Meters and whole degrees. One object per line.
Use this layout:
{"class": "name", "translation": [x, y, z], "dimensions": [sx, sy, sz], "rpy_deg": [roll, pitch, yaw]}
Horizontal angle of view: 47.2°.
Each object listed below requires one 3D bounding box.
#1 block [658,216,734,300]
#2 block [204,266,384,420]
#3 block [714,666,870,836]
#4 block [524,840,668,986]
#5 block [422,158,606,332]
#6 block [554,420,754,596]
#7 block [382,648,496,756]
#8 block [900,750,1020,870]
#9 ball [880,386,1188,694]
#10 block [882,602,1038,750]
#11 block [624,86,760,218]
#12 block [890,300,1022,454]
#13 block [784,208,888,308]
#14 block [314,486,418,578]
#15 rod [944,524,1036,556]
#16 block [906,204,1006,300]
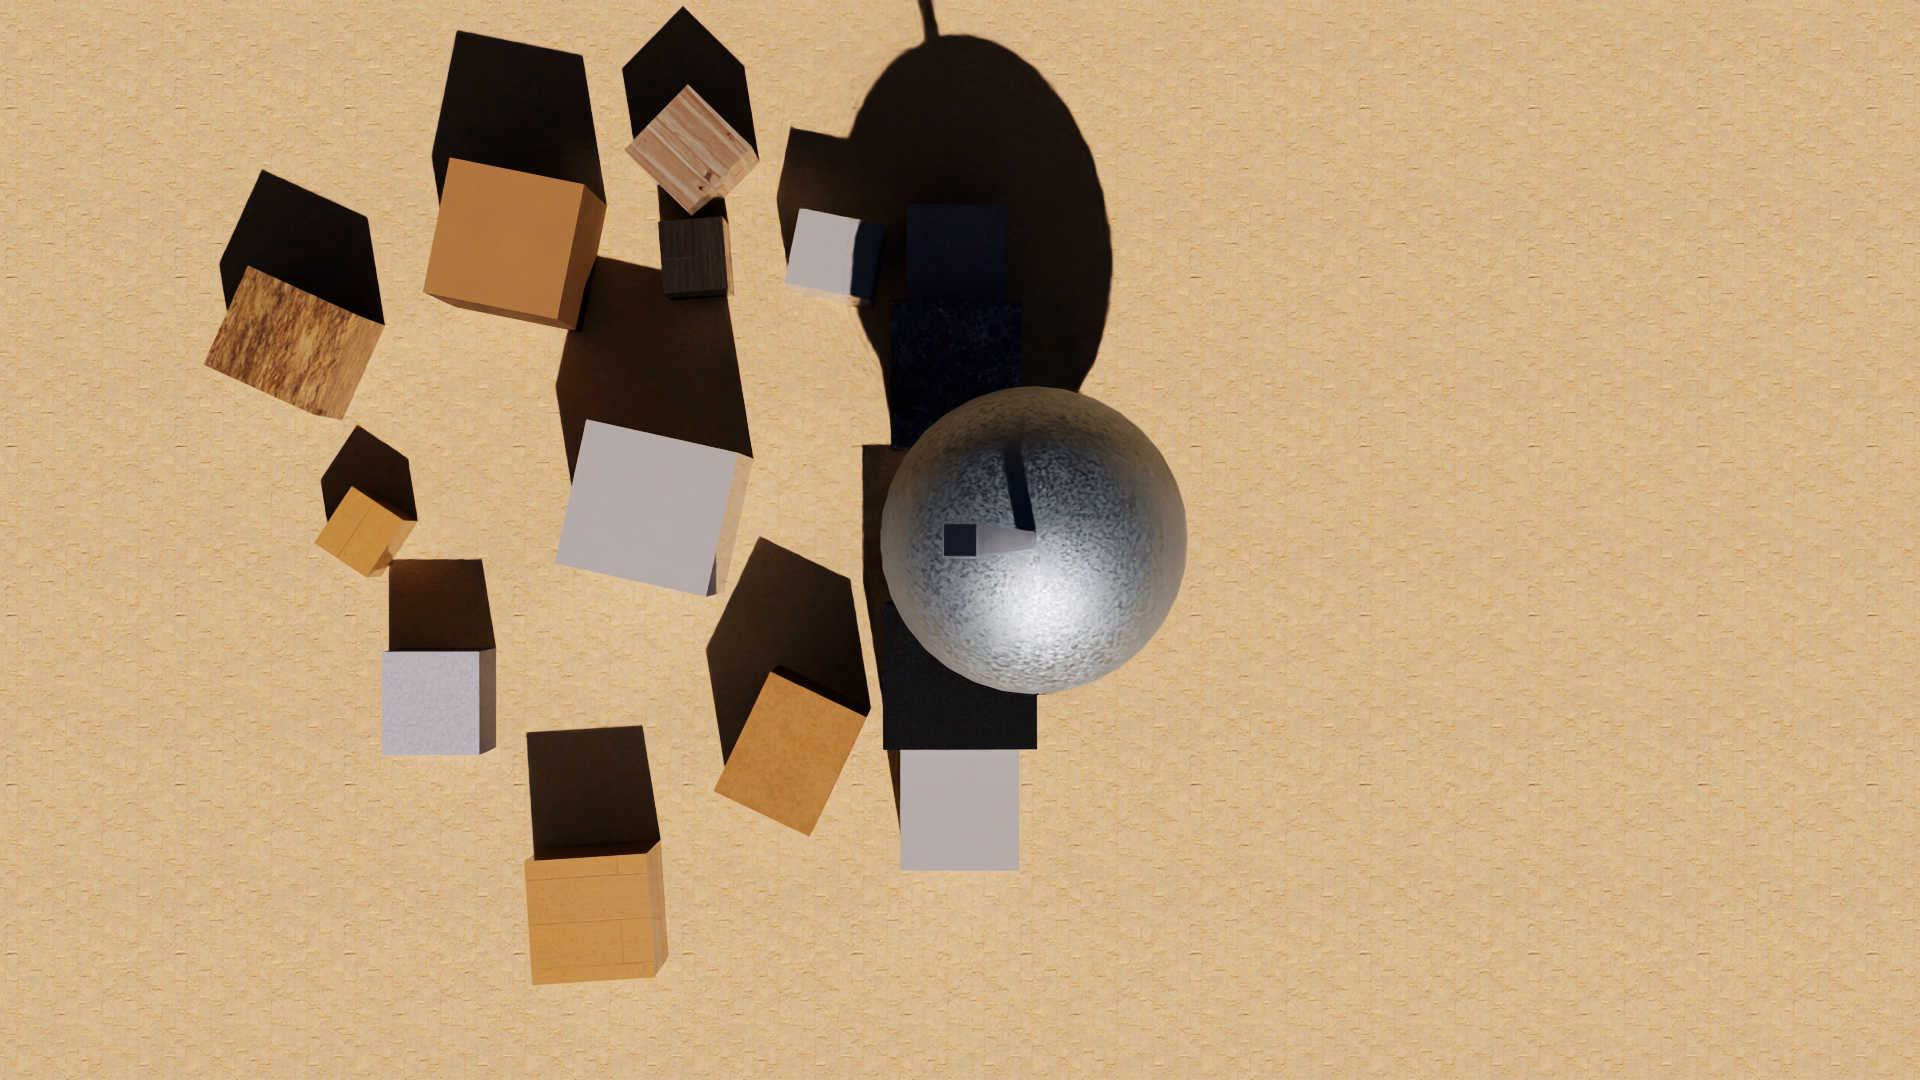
{"class": "block", "translation": [-1.534, -1.637, 12.815], "dimensions": [0.372, 0.370, 0.415], "rpy_deg": [-5, 90, 0]}
{"class": "block", "translation": [-3.838, -1.129, 12.715], "dimensions": [0.688, 0.570, 0.615], "rpy_deg": [24, 90, 0]}
{"class": "block", "translation": [-0.954, 1.201, 12.662], "dimensions": [0.597, 0.676, 0.743], "rpy_deg": [25, 90, 0]}
{"class": "block", "translation": [-2.091, 2.140, 12.700], "dimensions": [0.690, 0.599, 0.700], "rpy_deg": [-4, 90, 0]}
{"class": "block", "translation": [-2.534, -1.675, 12.604], "dimensions": [0.761, 0.793, 0.763], "rpy_deg": [11, 90, 0]}
{"class": "block", "translation": [-1.724, -0.175, 12.540], "dimensions": [0.852, 0.920, 0.810], "rpy_deg": [12, 90, 0]}
{"class": "block", "translation": [-3.017, 0.932, 12.767], "dimensions": [0.552, 0.466, 0.590], "rpy_deg": [0, 90, 0]}
{"class": "block", "translation": [-0.001, 1.512, 12.672], "dimensions": [0.667, 0.657, 0.689], "rpy_deg": [0, 90, 0]}
{"class": "ball", "translation": [0.382, 0.000, 11.414], "dimensions": [1.600, 1.600, 1.600], "rpy_deg": [0, 90, 0]}
{"class": "block", "translation": [-0.001, 0.763, 12.586], "dimensions": [0.855, 0.828, 0.798], "rpy_deg": [0, 90, 0]}
{"class": "block", "translation": [-1.546, -2.226, 12.747], "dimensions": [0.506, 0.507, 0.518], "rpy_deg": [44, 90, 0]}
{"class": "block", "translation": [-0.023, -0.917, 12.587], "dimensions": [0.722, 0.825, 0.816], "rpy_deg": [0, 90, 0]}
{"class": "block", "translation": [-0.713, -1.628, 12.754], "dimensions": [0.495, 0.491, 0.433], "rpy_deg": [12, 90, 0]}
{"class": "block", "translation": [-3.462, -0.047, 12.834], "dimensions": [0.362, 0.331, 0.394], "rpy_deg": [33, 90, 0]}
{"class": "rod", "translation": [0.165, 0.000, 8.021], "dimensions": [0.080, 5.200, 0.080], "rpy_deg": [0, 90, 4]}
{"class": "block", "translation": [-0.021, -1.613, 12.706], "dimensions": [0.561, 0.587, 0.561], "rpy_deg": [0, 90, 0]}
